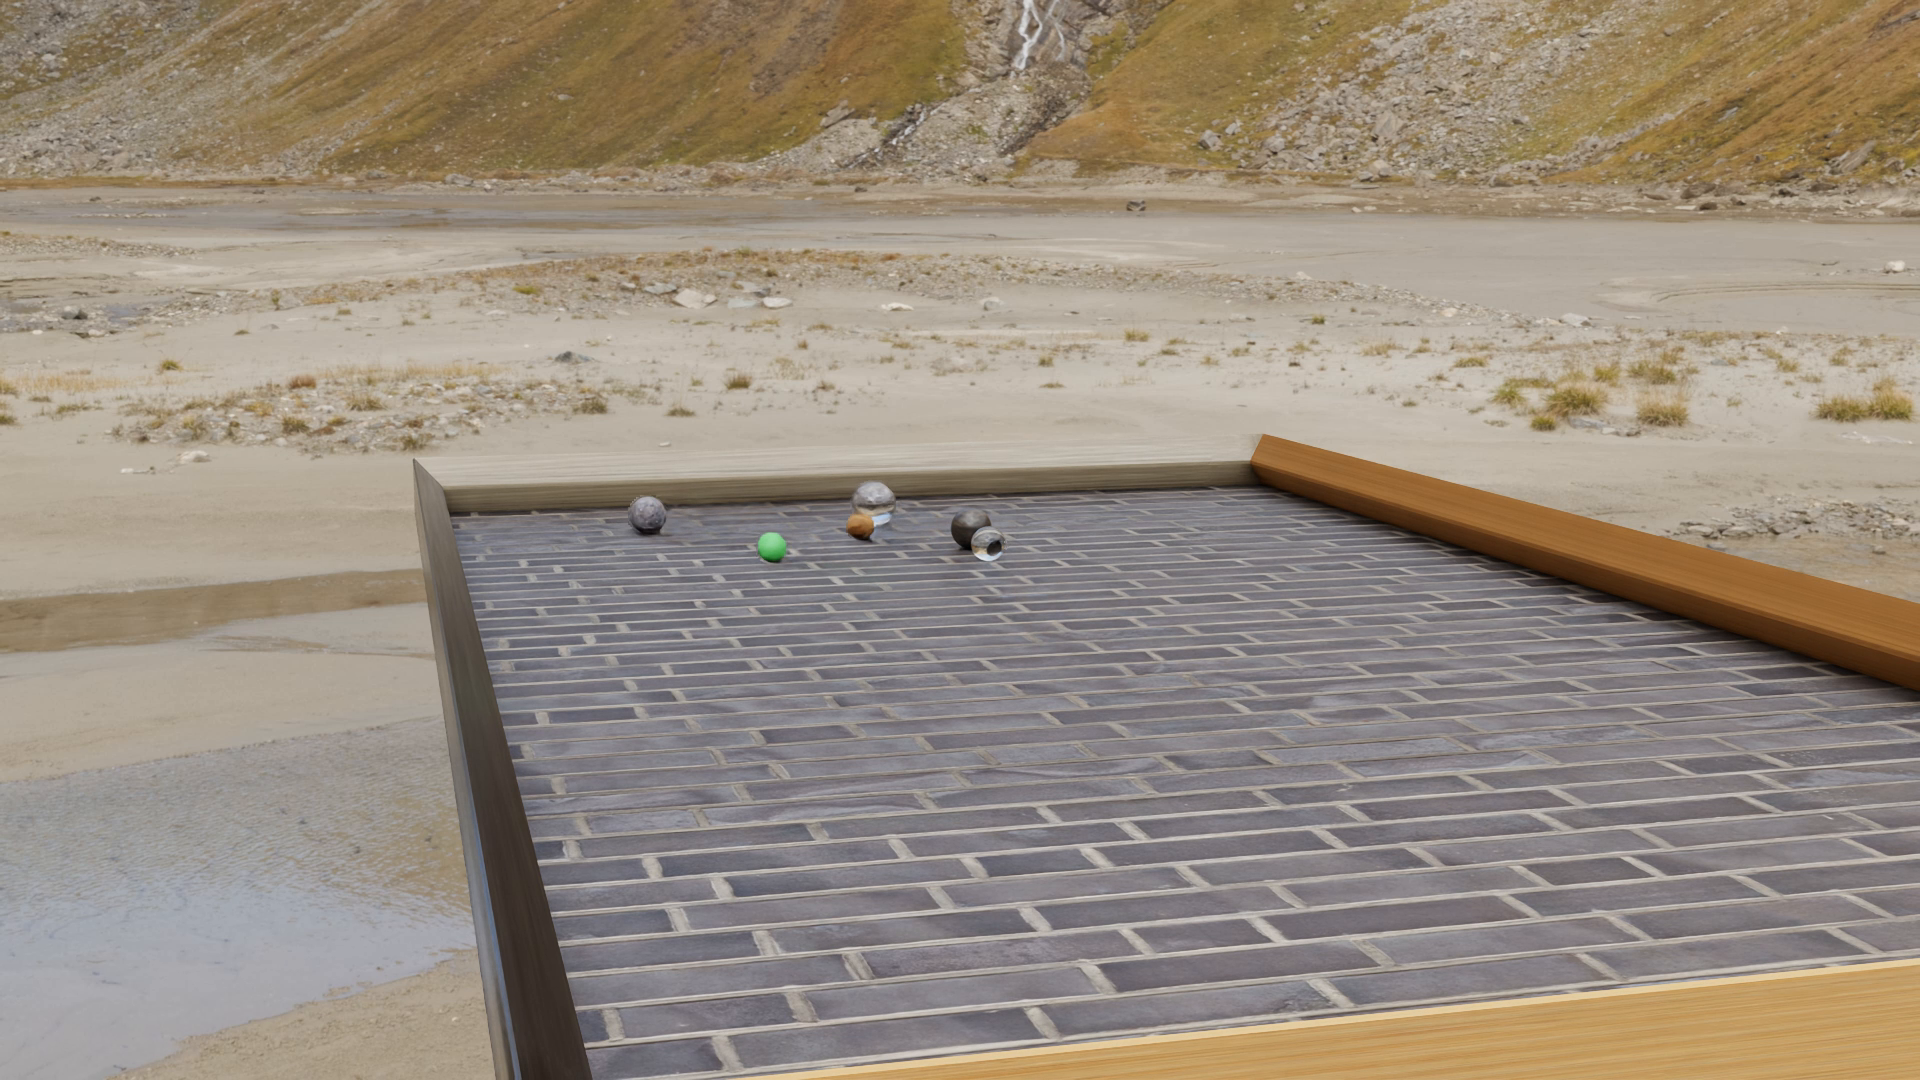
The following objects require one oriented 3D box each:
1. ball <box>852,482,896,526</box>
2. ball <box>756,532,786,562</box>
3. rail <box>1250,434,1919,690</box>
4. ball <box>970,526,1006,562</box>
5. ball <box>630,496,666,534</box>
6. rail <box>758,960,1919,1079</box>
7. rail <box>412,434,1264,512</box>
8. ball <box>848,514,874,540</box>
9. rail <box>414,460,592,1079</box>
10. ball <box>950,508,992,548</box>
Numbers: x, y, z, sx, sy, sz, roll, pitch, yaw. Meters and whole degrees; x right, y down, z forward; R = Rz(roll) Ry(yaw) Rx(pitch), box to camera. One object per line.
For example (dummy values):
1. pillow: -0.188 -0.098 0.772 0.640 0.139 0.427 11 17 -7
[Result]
1. ball: -0.140 -0.059 3.590 0.072 0.072 0.072 0 9 0
2. ball: -0.277 0.011 3.231 0.043 0.043 0.043 0 9 0
3. rail: 0.905 0.053 2.785 0.045 0.093 2.792 -2 9 -15
4. ball: 0.042 0.005 3.239 0.052 0.052 0.052 0 9 0
5. ball: -0.498 -0.040 3.509 0.059 0.059 0.059 0 9 0
6. rail: 0.531 0.284 1.284 1.549 0.093 0.045 -2 9 -15
7. rail: -0.173 -0.119 3.906 1.549 0.093 0.045 -2 9 -15
8. ball: -0.155 -0.021 3.446 0.041 0.041 0.041 0 9 0
9. rail: -0.547 0.112 2.405 0.045 0.093 2.792 -2 9 -15
10. ball: 0.017 -0.018 3.353 0.063 0.063 0.063 0 9 0
